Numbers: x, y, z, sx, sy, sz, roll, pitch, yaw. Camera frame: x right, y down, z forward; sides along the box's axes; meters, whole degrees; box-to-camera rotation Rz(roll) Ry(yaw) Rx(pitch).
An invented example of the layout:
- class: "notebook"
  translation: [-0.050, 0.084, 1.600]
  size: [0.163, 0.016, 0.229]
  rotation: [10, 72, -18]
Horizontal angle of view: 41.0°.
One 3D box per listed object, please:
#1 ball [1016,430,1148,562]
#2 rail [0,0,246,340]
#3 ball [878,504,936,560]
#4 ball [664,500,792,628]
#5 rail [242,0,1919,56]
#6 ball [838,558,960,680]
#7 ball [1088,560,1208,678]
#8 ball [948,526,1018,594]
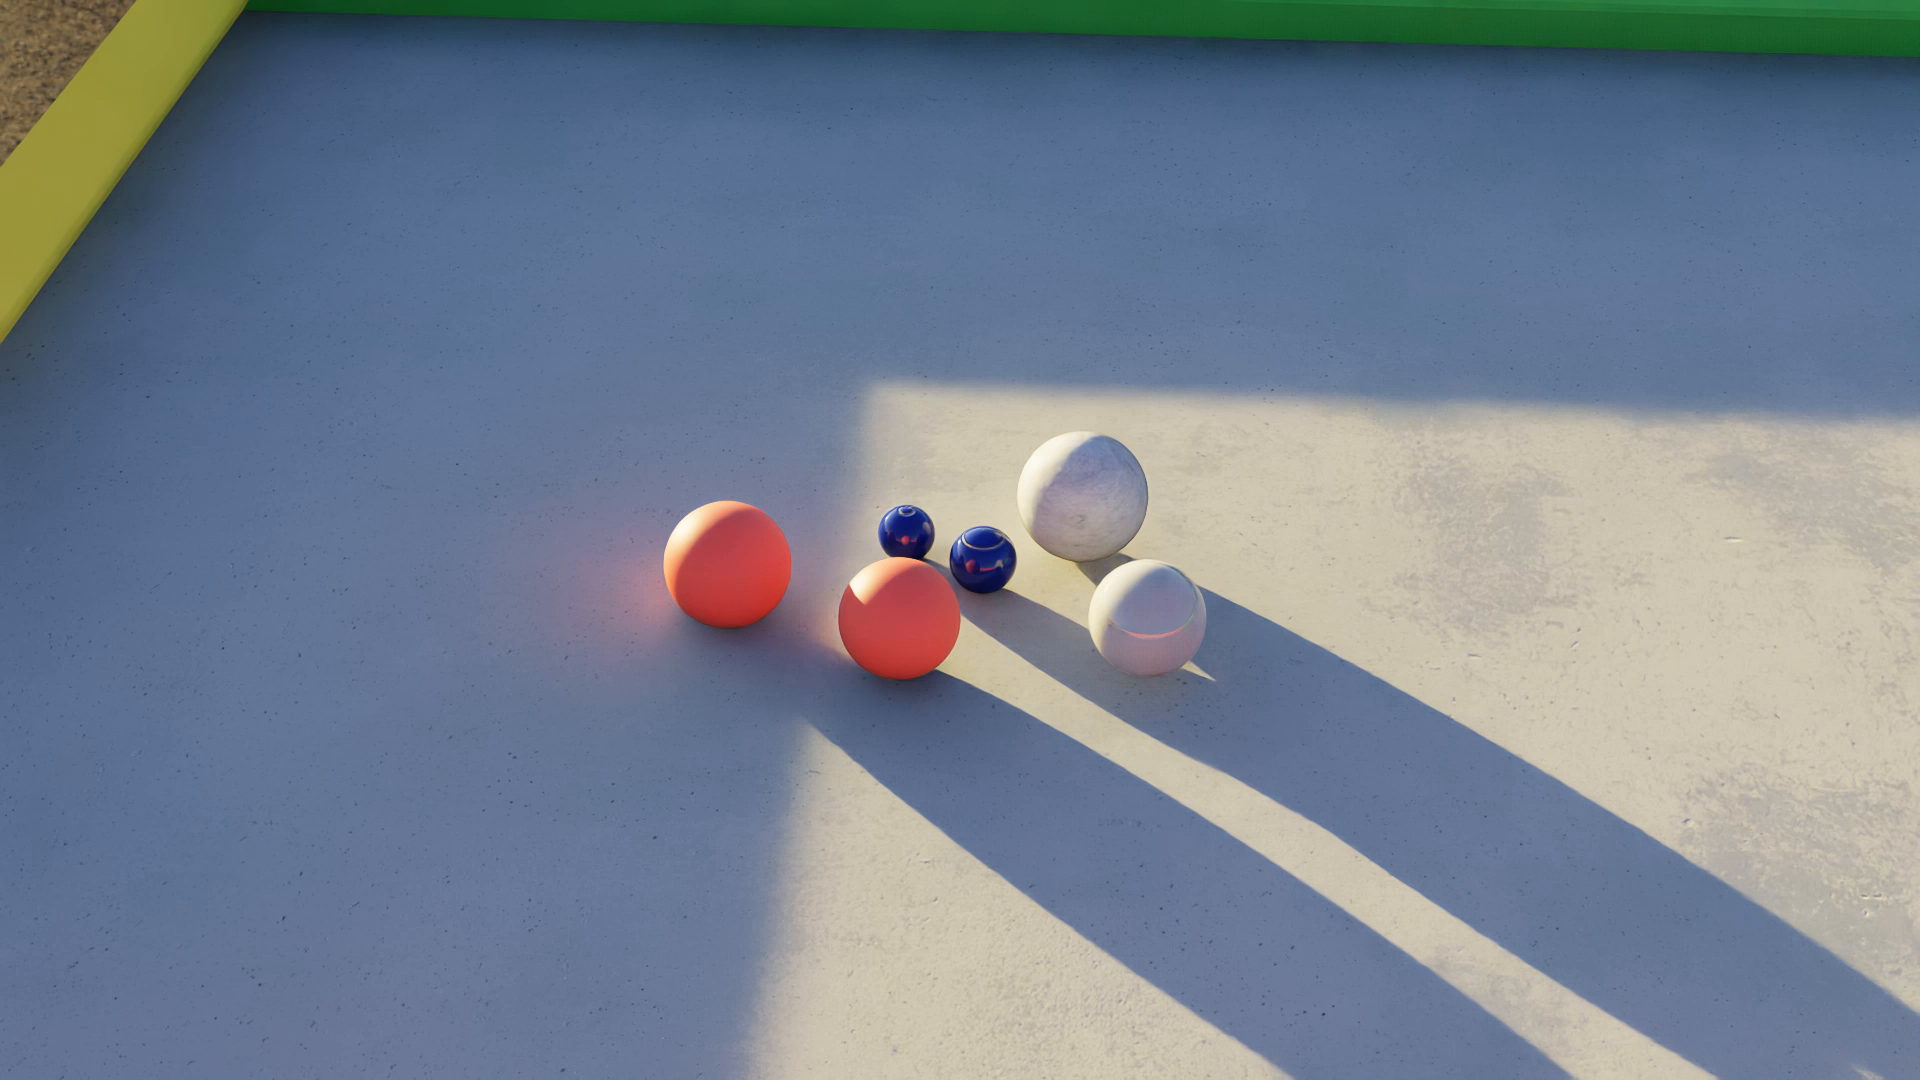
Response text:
- class: "ball"
  translation: [0.088, -0.031, 1.834]
  size: [0.094, 0.094, 0.094]
  rotation: [0, 35, 0]
- class: "rail"
  translation: [-0.782, -0.052, 1.837]
  size: [0.045, 0.122, 1.899]
  rotation: [2, 35, 3]
- class: "ball"
  translation: [-0.038, -0.005, 1.842]
  size: [0.042, 0.042, 0.042]
  rotation: [0, 35, 0]
- class: "ball"
  translation: [-0.160, 0.017, 1.771]
  size: [0.088, 0.088, 0.088]
  rotation: [0, 35, 0]
- class: "rail"
  translation: [0.869, -0.522, 2.504]
  size: [3.232, 0.122, 0.045]
  rotation: [2, 35, 3]
- class: "ball"
  translation: [-0.041, 0.053, 1.725]
  size: [0.083, 0.083, 0.083]
  rotation: [0, 35, 0]
- class: "ball"
  translation: [0.126, 0.053, 1.728]
  size: [0.080, 0.080, 0.080]
  rotation: [0, 35, 0]
- class: "ball"
  translation: [0.016, 0.014, 1.810]
  size: [0.048, 0.048, 0.048]
  rotation: [0, 35, 0]
